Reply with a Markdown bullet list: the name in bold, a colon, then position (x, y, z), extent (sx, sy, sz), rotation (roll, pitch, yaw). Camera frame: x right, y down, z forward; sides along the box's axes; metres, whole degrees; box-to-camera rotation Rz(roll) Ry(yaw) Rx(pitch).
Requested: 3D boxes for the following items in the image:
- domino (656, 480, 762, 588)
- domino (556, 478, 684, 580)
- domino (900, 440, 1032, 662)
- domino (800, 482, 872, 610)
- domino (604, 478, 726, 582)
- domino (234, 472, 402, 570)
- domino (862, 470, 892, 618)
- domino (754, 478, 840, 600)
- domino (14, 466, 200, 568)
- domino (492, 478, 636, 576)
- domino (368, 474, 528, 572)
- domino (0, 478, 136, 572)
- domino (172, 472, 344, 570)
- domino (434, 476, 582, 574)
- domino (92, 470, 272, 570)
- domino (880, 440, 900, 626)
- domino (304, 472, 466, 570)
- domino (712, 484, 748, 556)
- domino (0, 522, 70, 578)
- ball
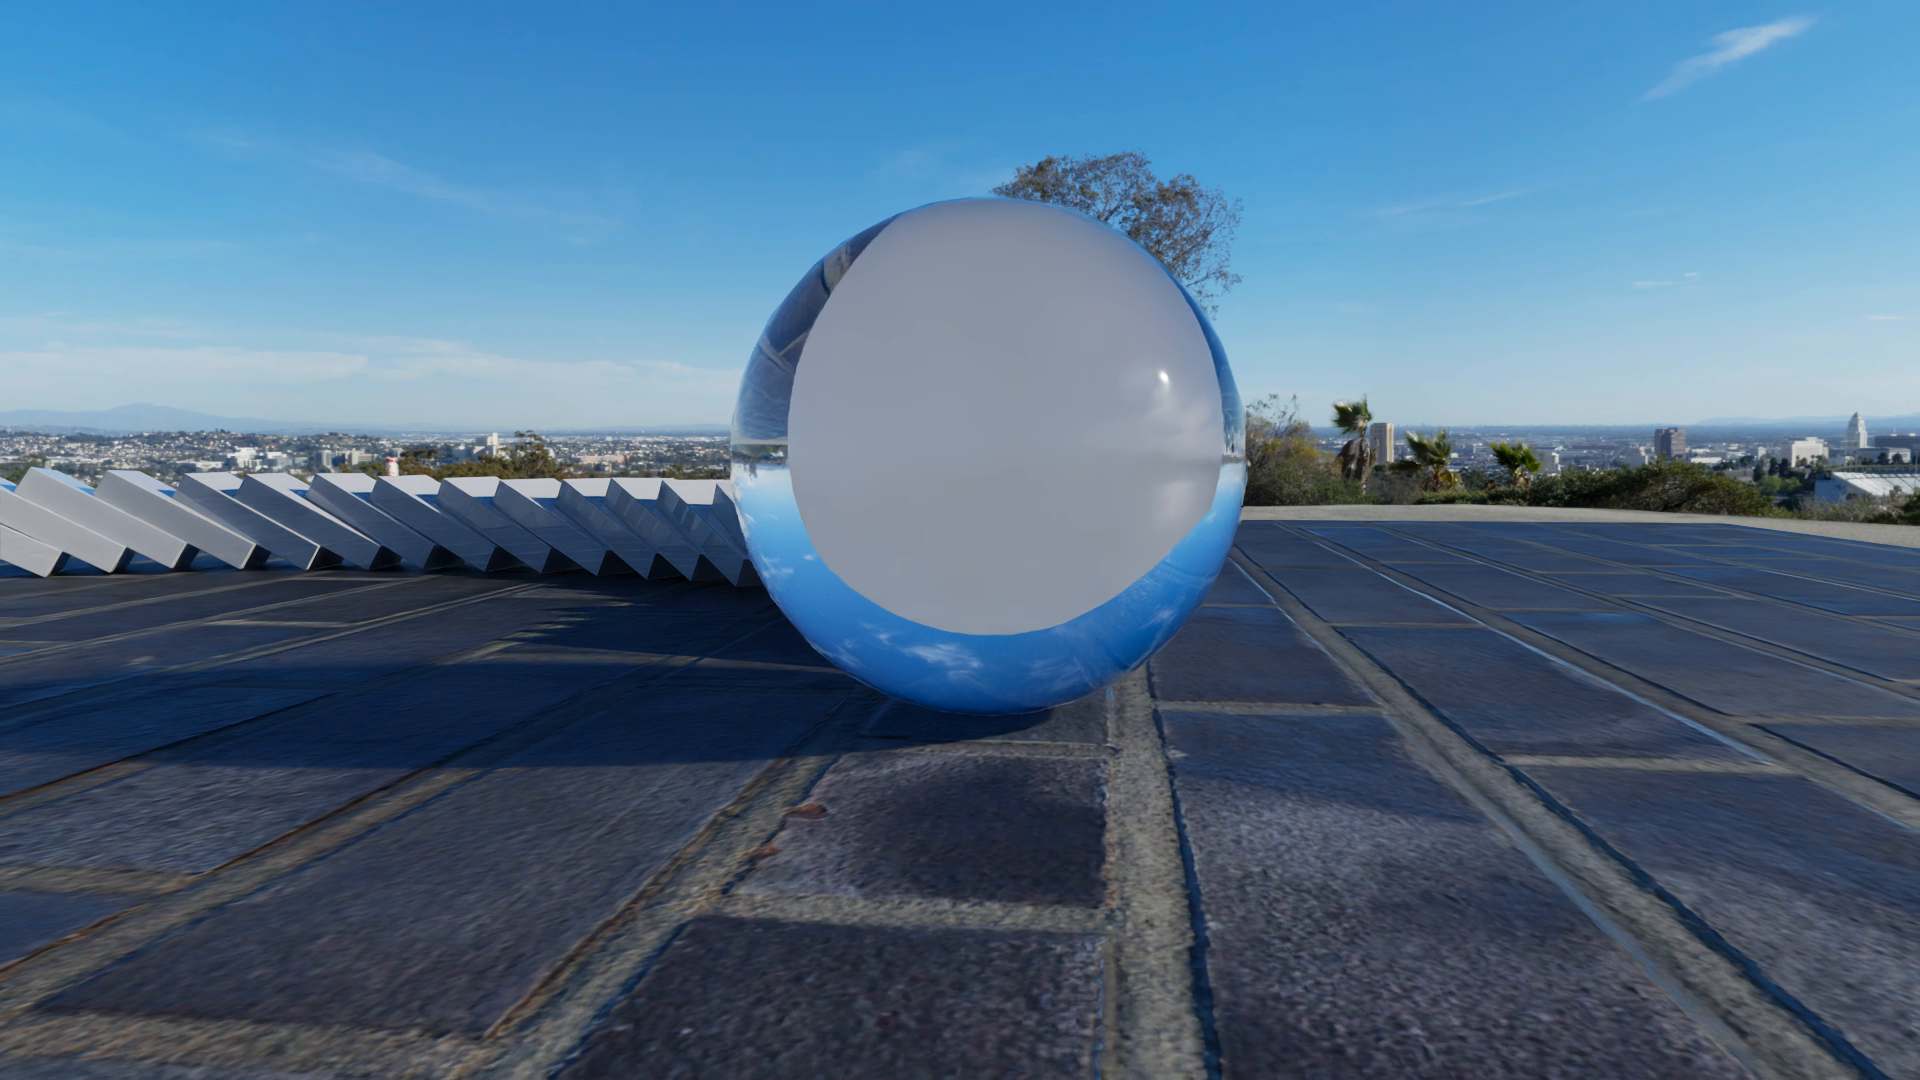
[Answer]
- **domino**: position (-0.071, -0.003, 0.399), extent (0.025, 0.010, 0.050), rotation (-3, 31, -44)
- **domino**: position (-0.108, -0.005, 0.423), extent (0.050, 0.010, 0.025), rotation (34, 22, 29)
- **domino**: position (0.000, 0.001, 0.262), extent (0.025, 0.050, 0.010), rotation (0, -38, -3)
- **domino**: position (-0.025, 0.001, 0.349), extent (0.025, 0.009, 0.050), rotation (-2, 32, -23)
- **domino**: position (-0.090, -0.004, 0.413), extent (0.050, 0.010, 0.025), rotation (36, 23, 33)
- **domino**: position (-0.219, -0.007, 0.442), extent (0.050, 0.009, 0.025), rotation (29, 4, -2)
- **domino**: position (-0.011, 0.000, 0.331), extent (0.025, 0.009, 0.050), rotation (0, 38, -8)
- **domino**: position (-0.039, -0.001, 0.368), extent (0.025, 0.010, 0.050), rotation (-1, 32, -31)
- **domino**: position (-0.282, -0.007, 0.427), extent (0.050, 0.009, 0.025), rotation (30, -9, -16)
- **domino**: position (-0.130, -0.005, 0.431), extent (0.050, 0.010, 0.025), rotation (30, 16, 21)
- **domino**: position (-0.175, -0.006, 0.443), extent (0.050, 0.009, 0.025), rotation (29, 11, 11)
- **domino**: position (-0.298, -0.006, 0.418), extent (0.050, 0.009, 0.025), rotation (31, -9, -20)
- **domino**: position (-0.239, -0.007, 0.441), extent (0.050, 0.009, 0.025), rotation (29, 4, -2)
- **domino**: position (-0.151, -0.006, 0.439), extent (0.050, 0.009, 0.025), rotation (30, 14, 18)
- **domino**: position (-0.261, -0.007, 0.434), extent (0.050, 0.010, 0.025), rotation (30, -4, -11)
- **domino**: position (-0.005, -0.003, 0.314), extent (0.025, 0.050, 0.010), rotation (-1, -38, -9)
- **domino**: position (-0.197, -0.007, 0.445), extent (0.050, 0.009, 0.025), rotation (29, 8, 8)
- **domino**: position (-0.052, -0.001, 0.384), extent (0.025, 0.010, 0.050), rotation (-3, 31, -35)
- **domino**: position (-0.313, -0.005, 0.409), extent (0.050, 0.009, 0.025), rotation (31, -9, -24)
- **ball**: position (0.004, -0.013, 0.201), extent (0.080, 0.080, 0.080), rotation (0, 4, 0)
